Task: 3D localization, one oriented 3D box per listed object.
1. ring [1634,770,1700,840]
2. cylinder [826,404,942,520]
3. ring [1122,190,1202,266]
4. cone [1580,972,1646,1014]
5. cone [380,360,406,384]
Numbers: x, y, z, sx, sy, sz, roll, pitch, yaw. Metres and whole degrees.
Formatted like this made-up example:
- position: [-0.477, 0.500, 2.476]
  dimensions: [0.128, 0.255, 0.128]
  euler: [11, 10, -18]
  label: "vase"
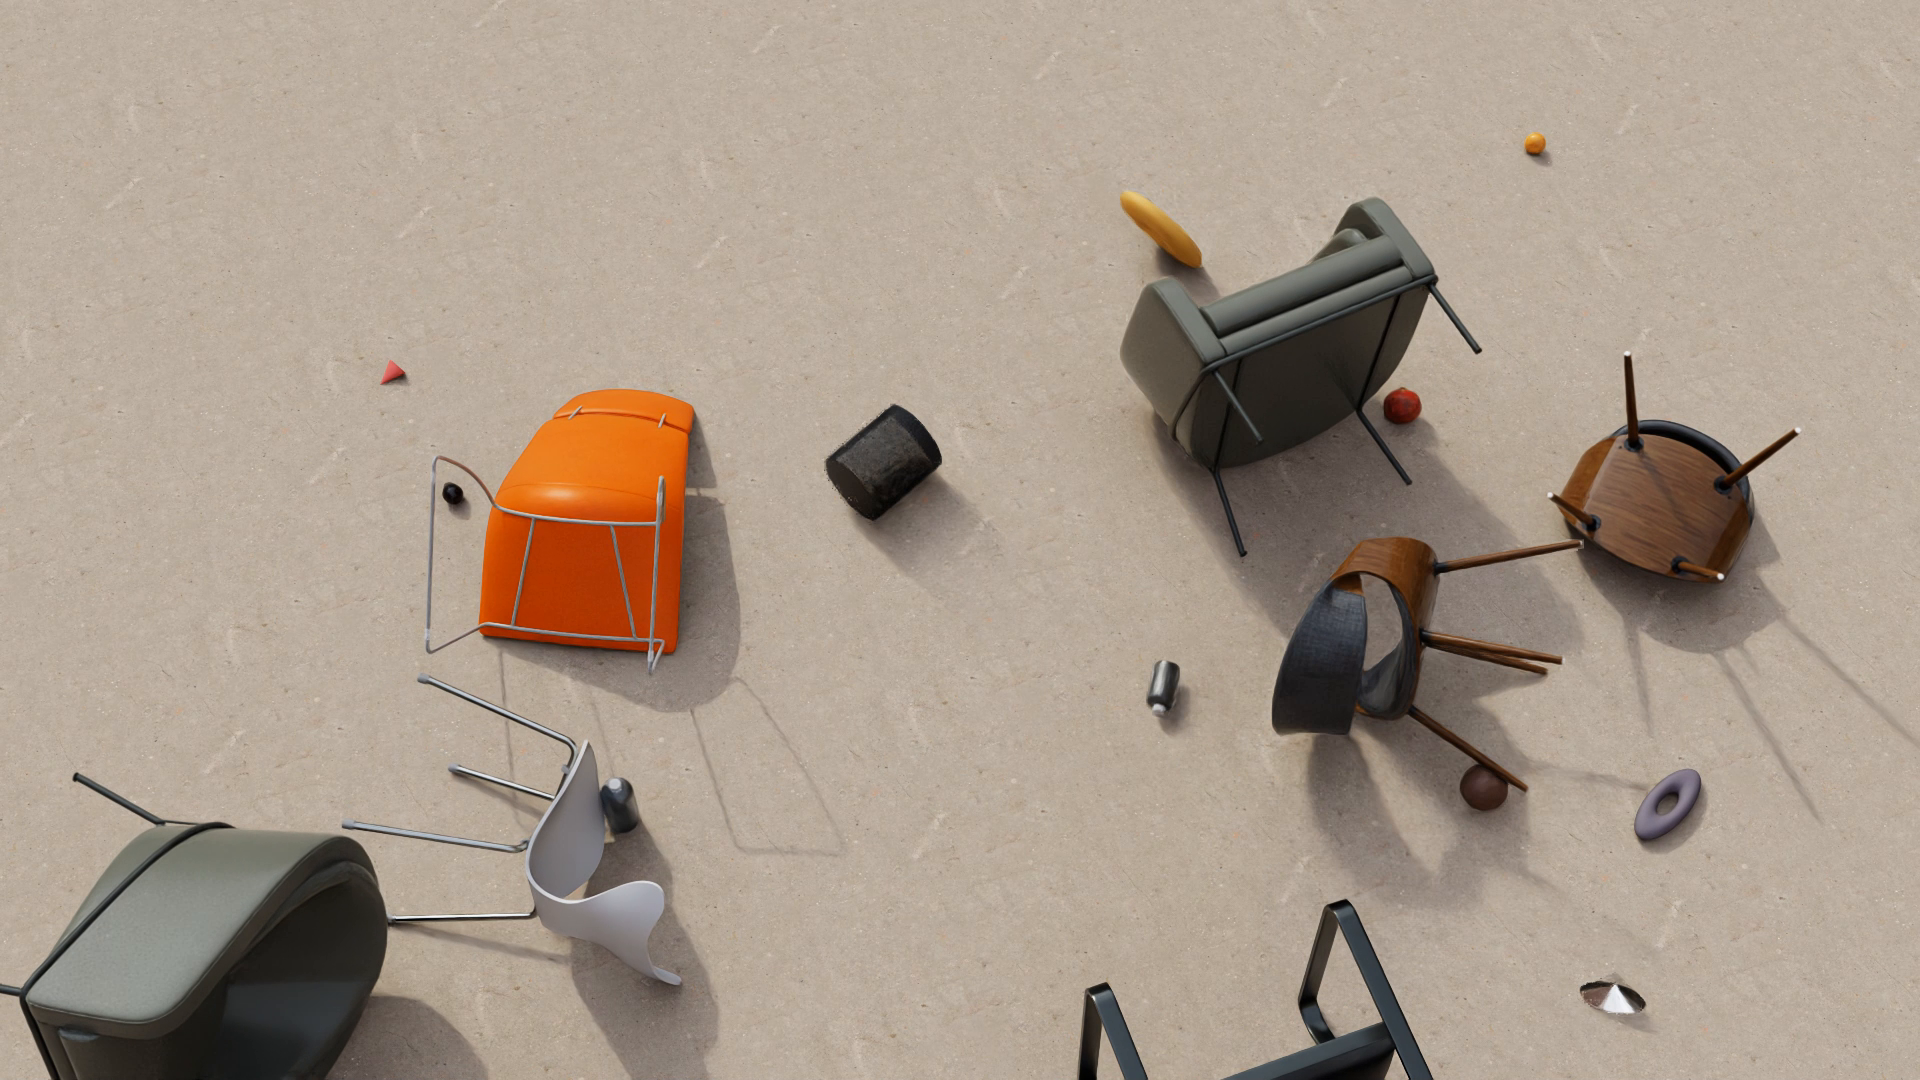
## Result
- position: [1.950, 0.727, 6.057]
  dimensions: [0.114, 0.050, 0.280]
  euler: [39, 64, 22]
  label: "ring"
- position: [-0.229, -0.233, 6.612]
  dimensions: [0.274, 0.182, 0.235]
  euler: [-41, 96, -24]
  label: "cylinder"
- position: [0.648, -0.999, 7.060]
  dimensions: [0.064, 0.380, 0.282]
  euler: [-50, 42, 3]
  label: "ring"
- position: [1.715, 1.166, 5.765]
  dimensions: [0.168, 0.094, 0.105]
  euler: [12, 32, 16]
  label: "cone"
- position: [-1.794, -0.516, 6.907]
  dimensions: [0.075, 0.047, 0.081]
  euler: [37, 80, 27]
  label: "cone"
